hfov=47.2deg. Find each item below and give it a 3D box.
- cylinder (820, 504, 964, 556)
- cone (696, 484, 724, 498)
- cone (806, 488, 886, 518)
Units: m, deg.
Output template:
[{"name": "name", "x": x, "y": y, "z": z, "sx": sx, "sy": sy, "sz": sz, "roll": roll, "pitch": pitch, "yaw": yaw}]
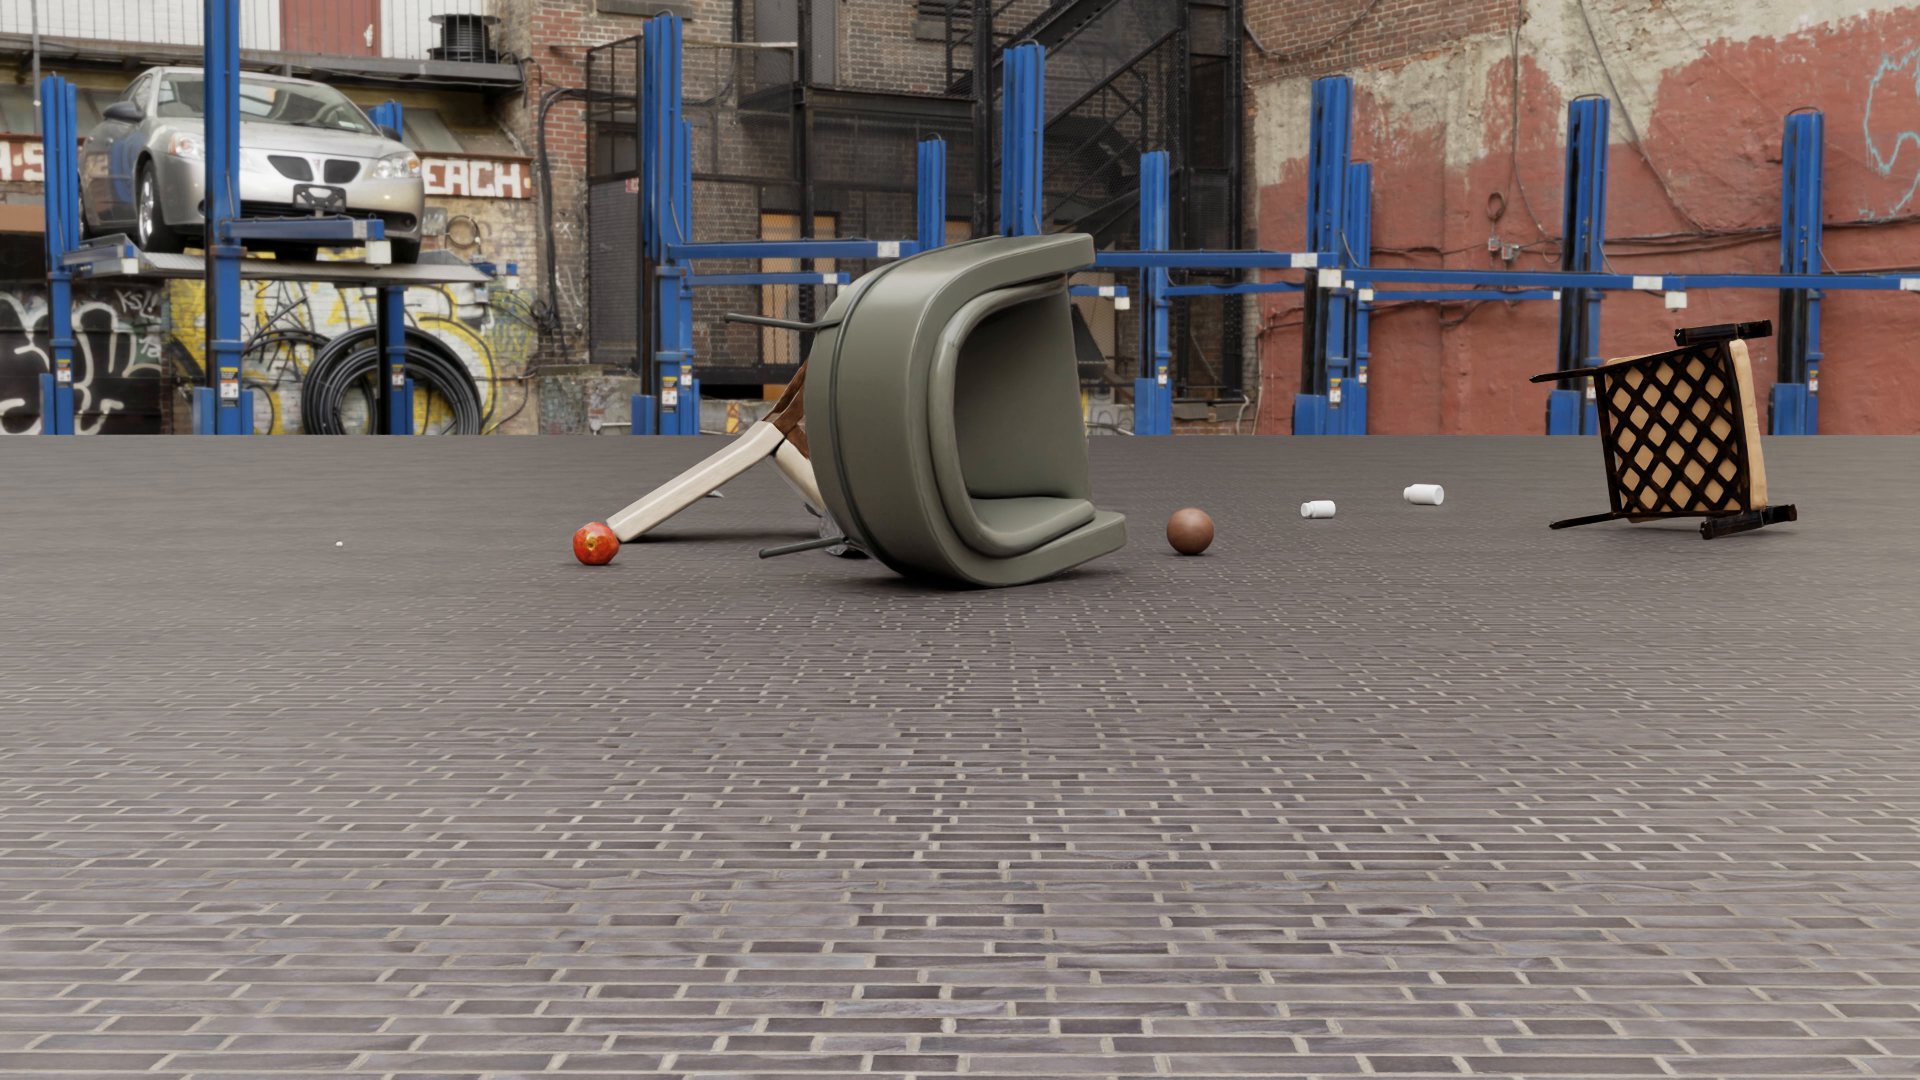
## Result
[{"name": "cylinder", "x": -0.188, "y": -0.028, "z": 5.968, "sx": 0.314, "sy": 0.133, "sz": 0.319, "roll": -1, "pitch": 0, "yaw": -19}, {"name": "cone", "x": -1.027, "y": -0.192, "z": 9.151, "sx": 0.104, "sy": 0.055, "sz": 0.127, "roll": 16, "pitch": 4, "yaw": 10}, {"name": "cone", "x": -0.360, "y": -0.101, "z": 7.607, "sx": 0.286, "sy": 0.115, "sz": 0.258, "roll": 1, "pitch": -9, "yaw": 13}]
